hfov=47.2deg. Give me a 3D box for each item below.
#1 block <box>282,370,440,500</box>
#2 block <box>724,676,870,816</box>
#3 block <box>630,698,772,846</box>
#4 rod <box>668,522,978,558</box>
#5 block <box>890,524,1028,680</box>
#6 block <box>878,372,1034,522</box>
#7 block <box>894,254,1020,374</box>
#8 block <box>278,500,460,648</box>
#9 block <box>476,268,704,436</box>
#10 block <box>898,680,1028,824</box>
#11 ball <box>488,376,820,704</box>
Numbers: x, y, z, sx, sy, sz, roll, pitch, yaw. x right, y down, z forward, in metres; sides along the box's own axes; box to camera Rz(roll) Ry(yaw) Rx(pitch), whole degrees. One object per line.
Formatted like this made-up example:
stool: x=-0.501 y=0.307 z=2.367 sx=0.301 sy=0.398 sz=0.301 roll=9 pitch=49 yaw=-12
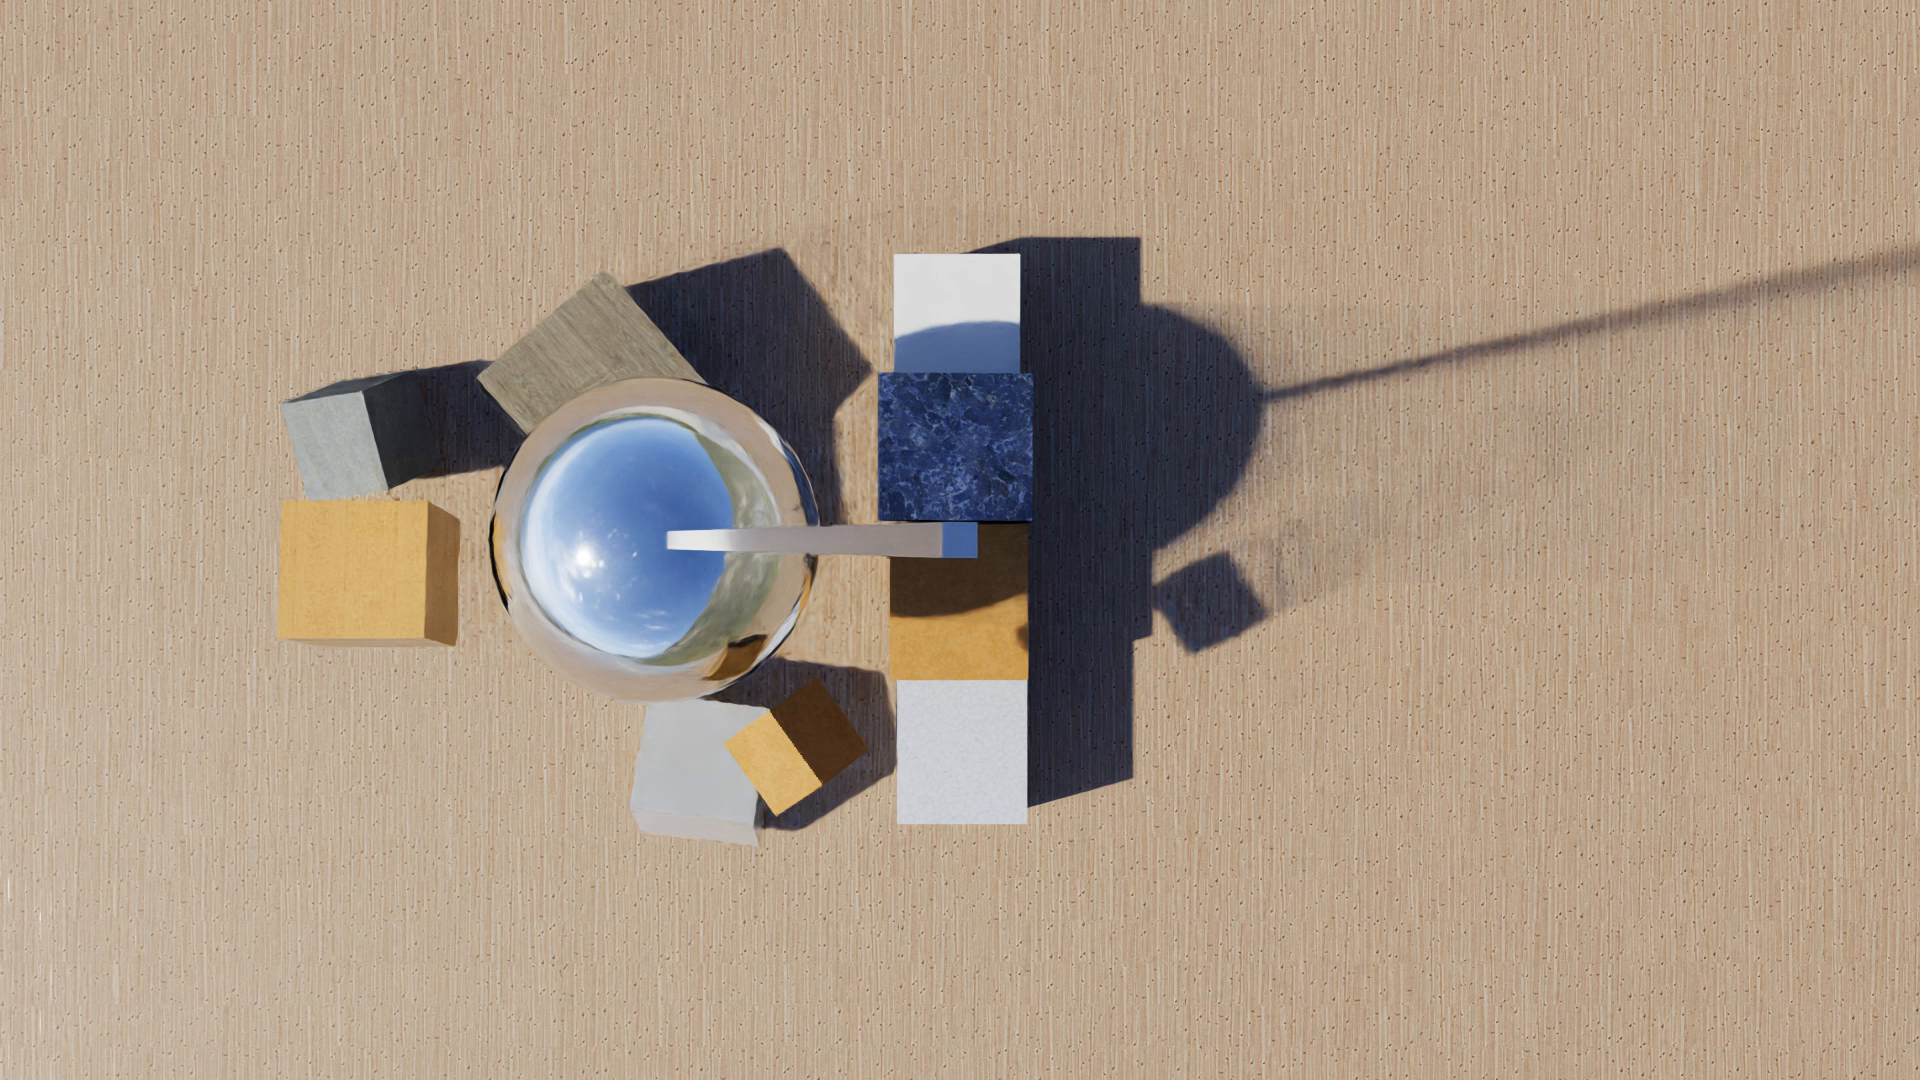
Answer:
block: x=-3.418 y=-0.599 z=12.577 sx=0.537 sy=0.571 sz=0.574 roll=-7 pitch=104 yaw=20
block: x=-0.789 y=0.997 z=10.624 sx=0.410 sy=0.374 sz=0.433 roll=-37 pitch=89 yaw=43
block: x=-1.456 y=1.320 z=12.572 sx=0.692 sy=0.681 sz=0.663 roll=7 pitch=72 yaw=0
rod: x=-0.640 y=0.000 z=7.407 sx=0.080 sy=5.200 sz=0.080 roll=0 pitch=90 yaw=-14
block: x=-0.006 y=0.344 z=12.596 sx=0.770 sy=0.809 sz=0.866 roll=0 pitch=90 yaw=0
block: x=-0.024 y=-0.514 z=12.565 sx=0.852 sy=0.870 sz=0.813 roll=0 pitch=90 yaw=0
block: x=-0.017 y=-1.258 z=12.610 sx=0.703 sy=0.781 sz=0.665 roll=0 pitch=90 yaw=0
block: x=-3.025 y=0.186 z=11.310 sx=0.725 sy=0.779 sz=0.683 roll=0 pitch=84 yaw=-1
block: x=-2.044 y=-0.815 z=12.454 sx=0.923 sy=0.867 sz=0.956 roll=-42 pitch=95 yaw=-8
block: x=0.013 y=1.187 z=12.654 sx=0.727 sy=0.692 sz=0.807 roll=0 pitch=90 yaw=0
ball: x=-1.478 y=0.000 z=10.702 sx=1.600 sy=1.600 sz=1.600 roll=0 pitch=90 yaw=0
